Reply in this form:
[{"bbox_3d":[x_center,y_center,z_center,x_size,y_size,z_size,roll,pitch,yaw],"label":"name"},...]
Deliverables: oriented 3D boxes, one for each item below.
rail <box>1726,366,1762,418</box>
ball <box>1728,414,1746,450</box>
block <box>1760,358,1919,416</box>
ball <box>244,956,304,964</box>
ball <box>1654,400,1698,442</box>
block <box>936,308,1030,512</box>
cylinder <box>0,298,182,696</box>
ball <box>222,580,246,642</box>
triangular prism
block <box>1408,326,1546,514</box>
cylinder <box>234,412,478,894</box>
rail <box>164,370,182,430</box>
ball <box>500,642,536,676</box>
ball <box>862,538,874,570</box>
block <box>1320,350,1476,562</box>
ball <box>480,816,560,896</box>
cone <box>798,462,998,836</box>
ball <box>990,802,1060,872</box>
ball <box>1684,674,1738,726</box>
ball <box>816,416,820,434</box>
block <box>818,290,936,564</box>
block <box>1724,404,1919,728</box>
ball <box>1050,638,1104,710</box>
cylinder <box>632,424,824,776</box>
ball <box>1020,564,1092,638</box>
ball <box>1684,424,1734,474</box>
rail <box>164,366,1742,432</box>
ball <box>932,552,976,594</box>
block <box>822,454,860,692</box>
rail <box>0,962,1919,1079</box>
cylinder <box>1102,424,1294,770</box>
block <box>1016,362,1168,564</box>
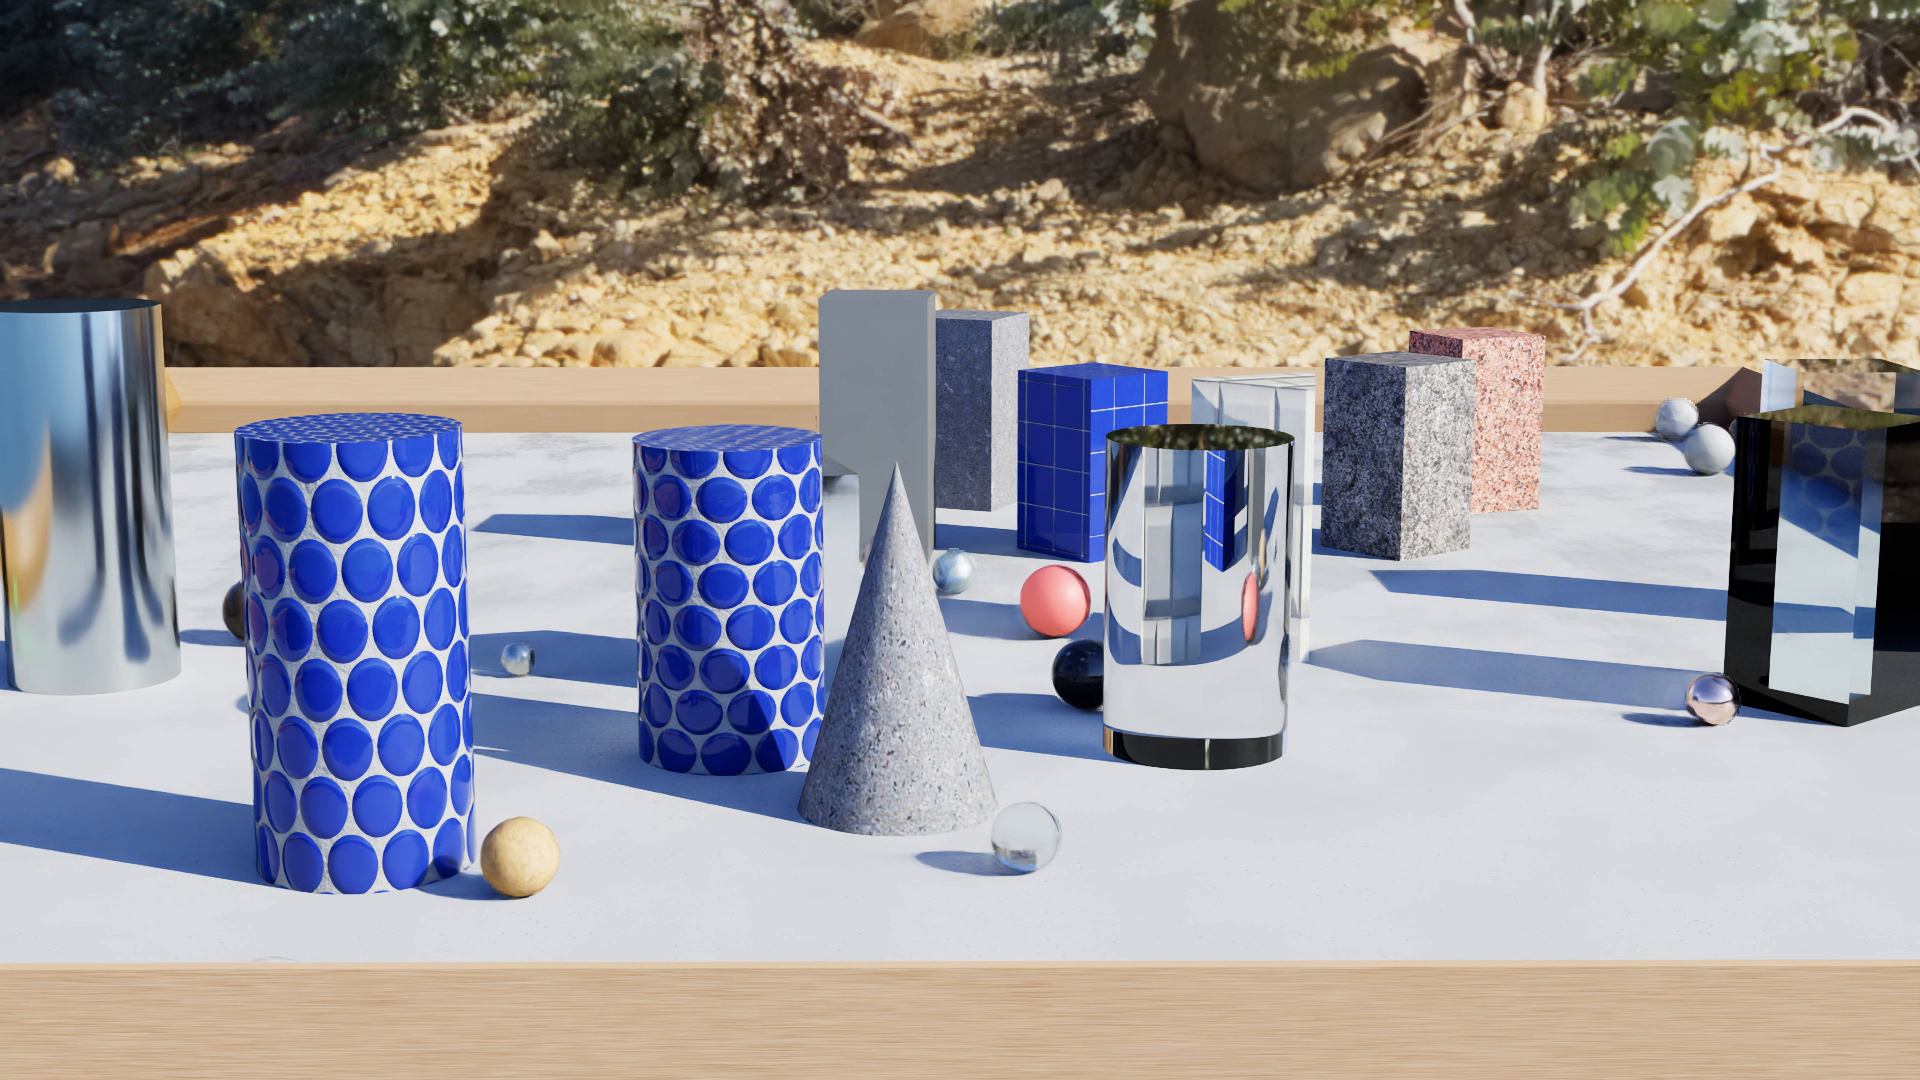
[{"bbox_3d":[1.560,0.032,3.457,0.045,0.130,3.476,0,10,0],"label":"rail"},{"bbox_3d":[1.498,-0.202,4.869,0.078,0.078,0.078,0,10,0],"label":"ball"},{"bbox_3d":[1.169,-0.066,3.424,0.160,0.336,0.160,0,10,-2],"label":"block"},{"bbox_3d":[-0.492,0.348,1.832,0.100,0.100,0.100,0,10,0],"label":"ball"},{"bbox_3d":[1.406,-0.234,5.036,0.082,0.082,0.082,0,10,0],"label":"ball"},{"bbox_3d":[0.011,-0.221,4.317,0.160,0.317,0.160,5,11,24],"label":"block"},{"bbox_3d":[-1.046,-0.056,3.063,0.200,0.448,0.200,0,10,0],"label":"cylinder"},{"bbox_3d":[-0.898,0.089,3.275,0.086,0.086,0.086,0,10,0],"label":"ball"},{"bbox_3d":[0.404,-0.037,3.255,0.173,0.340,0.150,8,13,37],"label":"triangular prism"},{"bbox_3d":[0.859,-0.202,4.288,0.160,0.289,0.160,-4,11,-22],"label":"block"},{"bbox_3d":[-0.550,0.098,2.345,0.200,0.406,0.200,0,10,0],"label":"cylinder"},{"bbox_3d":[-1.560,0.035,3.440,0.045,0.130,3.476,0,10,0],"label":"rail"},{"bbox_3d":[-0.534,0.144,3.100,0.042,0.042,0.042,0,10,0],"label":"ball"},{"bbox_3d":[-0.095,0.028,3.608,0.084,0.084,0.084,0,10,0],"label":"ball"},{"bbox_3d":[0.666,-0.131,3.905,0.160,0.290,0.160,-9,13,-39],"label":"block"},{"bbox_3d":[-0.390,0.281,2.278,0.070,0.070,0.070,0,10,0],"label":"ball"},{"bbox_3d":[-0.062,0.094,2.523,0.200,0.349,0.200,0,10,0],"label":"cone"},{"bbox_3d":[0.060,0.271,2.347,0.064,0.064,0.064,0,10,0],"label":"ball"},{"bbox_3d":[0.840,0.179,2.866,0.057,0.057,0.057,0,10,0],"label":"ball"},{"bbox_3d":[-0.234,-0.221,4.951,0.086,0.086,0.086,0,10,0],"label":"ball"},{"bbox_3d":[-0.122,-0.173,3.848,0.160,0.392,0.160,1,10,4],"label":"block"},{"bbox_3d":[0.998,0.025,2.941,0.160,0.334,0.160,-9,14,-40],"label":"block"},{"bbox_3d":[0.145,0.153,2.939,0.081,0.081,0.081,0,10,0],"label":"ball"},{"bbox_3d":[-0.245,0.060,2.733,0.200,0.341,0.200,0,10,0],"label":"cylinder"},{"bbox_3d":[0.123,0.079,3.311,0.093,0.093,0.093,0,10,0],"label":"ball"},{"bbox_3d":[1.351,-0.163,4.629,0.090,0.090,0.090,0,10,0],"label":"ball"},{"bbox_3d":[-0.010,-0.278,5.135,3.168,0.130,0.045,0,10,0],"label":"rail"},{"bbox_3d":[-0.009,0.046,3.579,0.060,0.060,0.060,0,10,0],"label":"ball"},{"bbox_3d":[-0.217,0.041,3.065,0.160,0.258,0.160,-3,11,-16],"label":"block"},{"bbox_3d":[0.010,0.345,1.763,3.168,0.130,0.045,0,10,0],"label":"rail"},{"bbox_3d":[0.255,0.057,2.754,0.200,0.339,0.200,0,10,0],"label":"cylinder"},{"bbox_3d":[0.200,-0.121,3.891,0.160,0.274,0.160,-9,14,-40],"label":"block"}]
